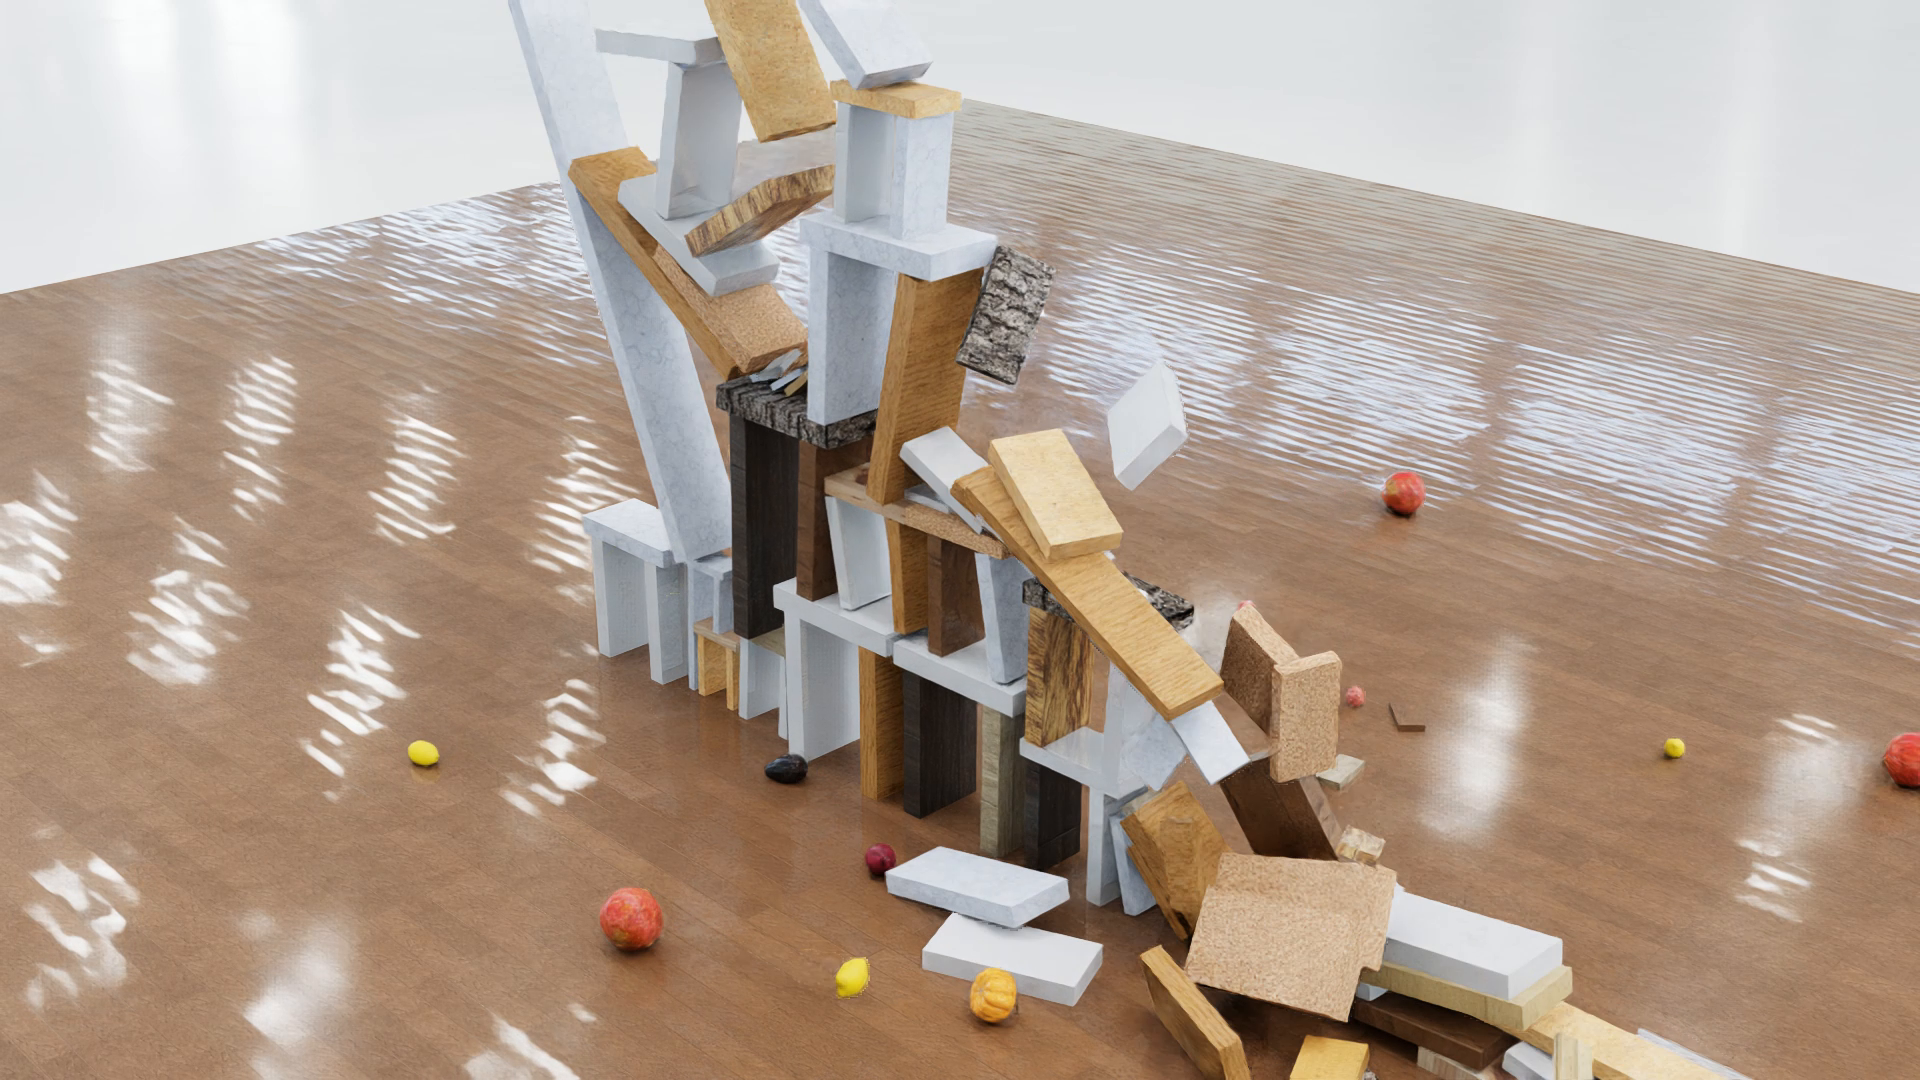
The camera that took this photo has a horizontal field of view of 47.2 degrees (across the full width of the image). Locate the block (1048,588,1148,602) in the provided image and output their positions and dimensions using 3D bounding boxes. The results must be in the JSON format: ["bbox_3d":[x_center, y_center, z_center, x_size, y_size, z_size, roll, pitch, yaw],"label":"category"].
[{"bbox_3d":[0.243,0.097,3.868,0.155,0.022,0.077,22,52,17],"label":"block"}]

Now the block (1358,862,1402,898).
[{"bbox_3d":[0.710,0.607,4.104,0.298,0.022,0.077,39,40,16],"label":"block"}]

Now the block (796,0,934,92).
[{"bbox_3d":[-0.238,-1.033,4.044,0.168,0.048,0.460,-22,74,-41],"label":"block"}]

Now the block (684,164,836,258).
[{"bbox_3d":[-0.391,-0.648,4.342,0.168,0.048,0.337,-21,1,-36],"label":"block"}]

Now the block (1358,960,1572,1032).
[{"bbox_3d":[0.766,0.716,3.768,0.537,0.045,0.158,9,22,43],"label":"block"}]

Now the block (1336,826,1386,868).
[{"bbox_3d":[0.612,0.468,3.360,0.063,0.018,0.126,22,9,13],"label":"block"}]

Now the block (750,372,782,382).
[{"bbox_3d":[-0.373,-0.343,4.500,0.108,0.015,0.054,-6,14,41],"label":"block"}]

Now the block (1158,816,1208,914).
[{"bbox_3d":[0.399,0.576,3.898,0.023,0.163,0.081,-11,5,-36],"label":"block"}]

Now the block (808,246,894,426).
[{"bbox_3d":[-0.213,-0.413,4.278,0.050,0.352,0.176,25,33,38],"label":"block"}]

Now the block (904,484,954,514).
[{"bbox_3d":[-0.043,-0.081,4.233,0.062,0.017,0.123,-21,30,-40],"label":"block"}]

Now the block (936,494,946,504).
[{"bbox_3d":[0.017,-0.070,4.171,0.062,0.017,0.123,-20,41,-39],"label":"block"}]

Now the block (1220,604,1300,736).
[{"bbox_3d":[0.538,0.236,3.961,0.040,0.280,0.140,-34,66,-16],"label":"block"}]

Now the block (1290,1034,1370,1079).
[{"bbox_3d":[0.590,0.892,3.579,0.105,0.030,0.210,4,29,23],"label":"block"}]

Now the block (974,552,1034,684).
[{"bbox_3d":[0.101,0.129,4.174,0.036,0.256,0.128,8,22,44],"label":"block"}]

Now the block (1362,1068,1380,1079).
[{"bbox_3d":[0.640,0.889,3.639,0.074,0.021,0.148,-10,25,-23],"label":"block"}]

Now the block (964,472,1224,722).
[{"bbox_3d":[0.226,0.080,3.844,0.115,0.033,0.608,-25,53,-24],"label":"block"}]

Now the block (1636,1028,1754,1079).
[{"bbox_3d":[1.396,0.926,3.437,0.698,0.016,0.058,23,-2,32],"label":"block"}]

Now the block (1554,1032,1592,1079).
[{"bbox_3d":[0.959,0.839,3.440,0.063,0.018,0.126,28,47,-14],"label":"block"}]

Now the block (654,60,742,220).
[{"bbox_3d":[-0.526,-0.821,4.452,0.163,0.327,0.046,-22,46,-40],"label":"block"}]

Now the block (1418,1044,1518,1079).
[{"bbox_3d":[0.897,0.881,3.639,0.124,0.035,0.247,-21,31,-40],"label":"block"}]

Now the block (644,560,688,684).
[{"bbox_3d":[-0.637,0.166,4.991,0.042,0.296,0.148,21,31,41],"label":"block"}]

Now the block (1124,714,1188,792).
[{"bbox_3d":[0.361,0.353,3.839,0.079,0.158,0.022,40,22,17],"label":"block"}]

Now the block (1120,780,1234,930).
[{"bbox_3d":[0.439,0.607,4.010,0.157,0.045,0.315,-26,78,-46],"label":"block"}]

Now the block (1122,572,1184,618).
[{"bbox_3d":[0.318,0.101,3.934,0.079,0.022,0.158,-18,28,-35],"label":"block"}]

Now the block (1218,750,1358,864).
[{"bbox_3d":[0.611,0.543,3.997,0.169,0.338,0.048,-23,5,43],"label":"block"}]

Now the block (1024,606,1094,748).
[{"bbox_3d":[0.189,0.235,4.122,0.040,0.285,0.143,22,31,39],"label":"block"}]

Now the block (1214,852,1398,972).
[{"bbox_3d":[0.582,0.637,3.788,0.048,0.169,0.357,25,-19,-37],"label":"block"}]

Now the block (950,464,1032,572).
[{"bbox_3d":[0.122,-0.025,4.054,0.117,0.033,0.291,-25,59,-39],"label":"block"}]

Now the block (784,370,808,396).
[{"bbox_3d":[-0.295,-0.328,4.409,0.063,0.018,0.125,-22,-8,-41],"label":"block"}]

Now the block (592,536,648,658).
[{"bbox_3d":[-0.776,0.111,5.119,0.042,0.296,0.148,21,31,41],"label":"block"}]

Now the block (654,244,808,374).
[{"bbox_3d":[-0.467,-0.498,4.529,0.168,0.048,0.336,-22,65,-40],"label":"block"}]

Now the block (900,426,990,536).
[{"bbox_3d":[0.006,-0.114,4.148,0.117,0.033,0.234,-24,59,-39],"label":"block"}]

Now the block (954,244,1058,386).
[{"bbox_3d":[0.085,-0.413,4.044,0.115,0.230,0.033,21,-5,-15],"label":"block"}]

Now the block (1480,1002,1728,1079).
[{"bbox_3d":[1.270,0.913,3.308,0.105,0.030,1.382,-18,26,-37],"label":"block"}]

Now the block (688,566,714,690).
[{"bbox_3d":[-0.575,0.188,4.923,0.019,0.306,0.068,25,33,39],"label":"block"}]

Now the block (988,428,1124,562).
[{"bbox_3d":[0.169,-0.084,3.942,0.140,0.040,0.280,-11,48,-20],"label":"block"}]

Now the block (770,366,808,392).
[{"bbox_3d":[-0.331,-0.330,4.444,0.054,0.015,0.108,-22,-1,-41],"label":"block"}]

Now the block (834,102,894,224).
[{"bbox_3d":[-0.179,-0.714,4.115,0.114,0.228,0.032,-21,35,-40],"label":"block"}]

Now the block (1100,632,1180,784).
[{"bbox_3d":[0.328,0.287,3.995,0.040,0.285,0.143,25,33,38],"label":"block"}]

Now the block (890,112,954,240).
[{"bbox_3d":[-0.070,-0.670,4.015,0.032,0.228,0.114,27,35,36],"label":"block"}]

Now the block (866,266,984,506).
[{"bbox_3d":[-0.068,-0.302,4.180,0.050,0.476,0.176,33,38,33],"label":"block"}]

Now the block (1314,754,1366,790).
[{"bbox_3d":[0.794,0.484,4.598,0.058,0.016,0.116,16,28,33],"label":"block"}]

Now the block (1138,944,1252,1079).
[{"bbox_3d":[0.395,0.811,3.656,0.041,0.145,0.290,-24,29,-12],"label":"block"}]

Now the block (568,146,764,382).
[{"bbox_3d":[-0.586,-0.587,4.611,0.168,0.048,0.614,-22,64,-39],"label":"block"}]

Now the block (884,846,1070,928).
[{"bbox_3d":[0.029,0.644,4.095,0.145,0.041,0.340,-20,17,-41],"label":"block"}]

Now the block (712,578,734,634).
[{"bbox_3d":[-0.509,0.135,4.828,0.068,0.136,0.019,-21,36,-41],"label":"block"}]

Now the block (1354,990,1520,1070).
[{"bbox_3d":[0.805,0.811,3.716,0.248,0.035,0.124,16,27,42],"label":"block"}]

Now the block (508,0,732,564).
[{"bbox_3d":[-0.761,-0.721,4.761,0.163,1.566,0.046,-20,7,-40],"label":"block"}]
